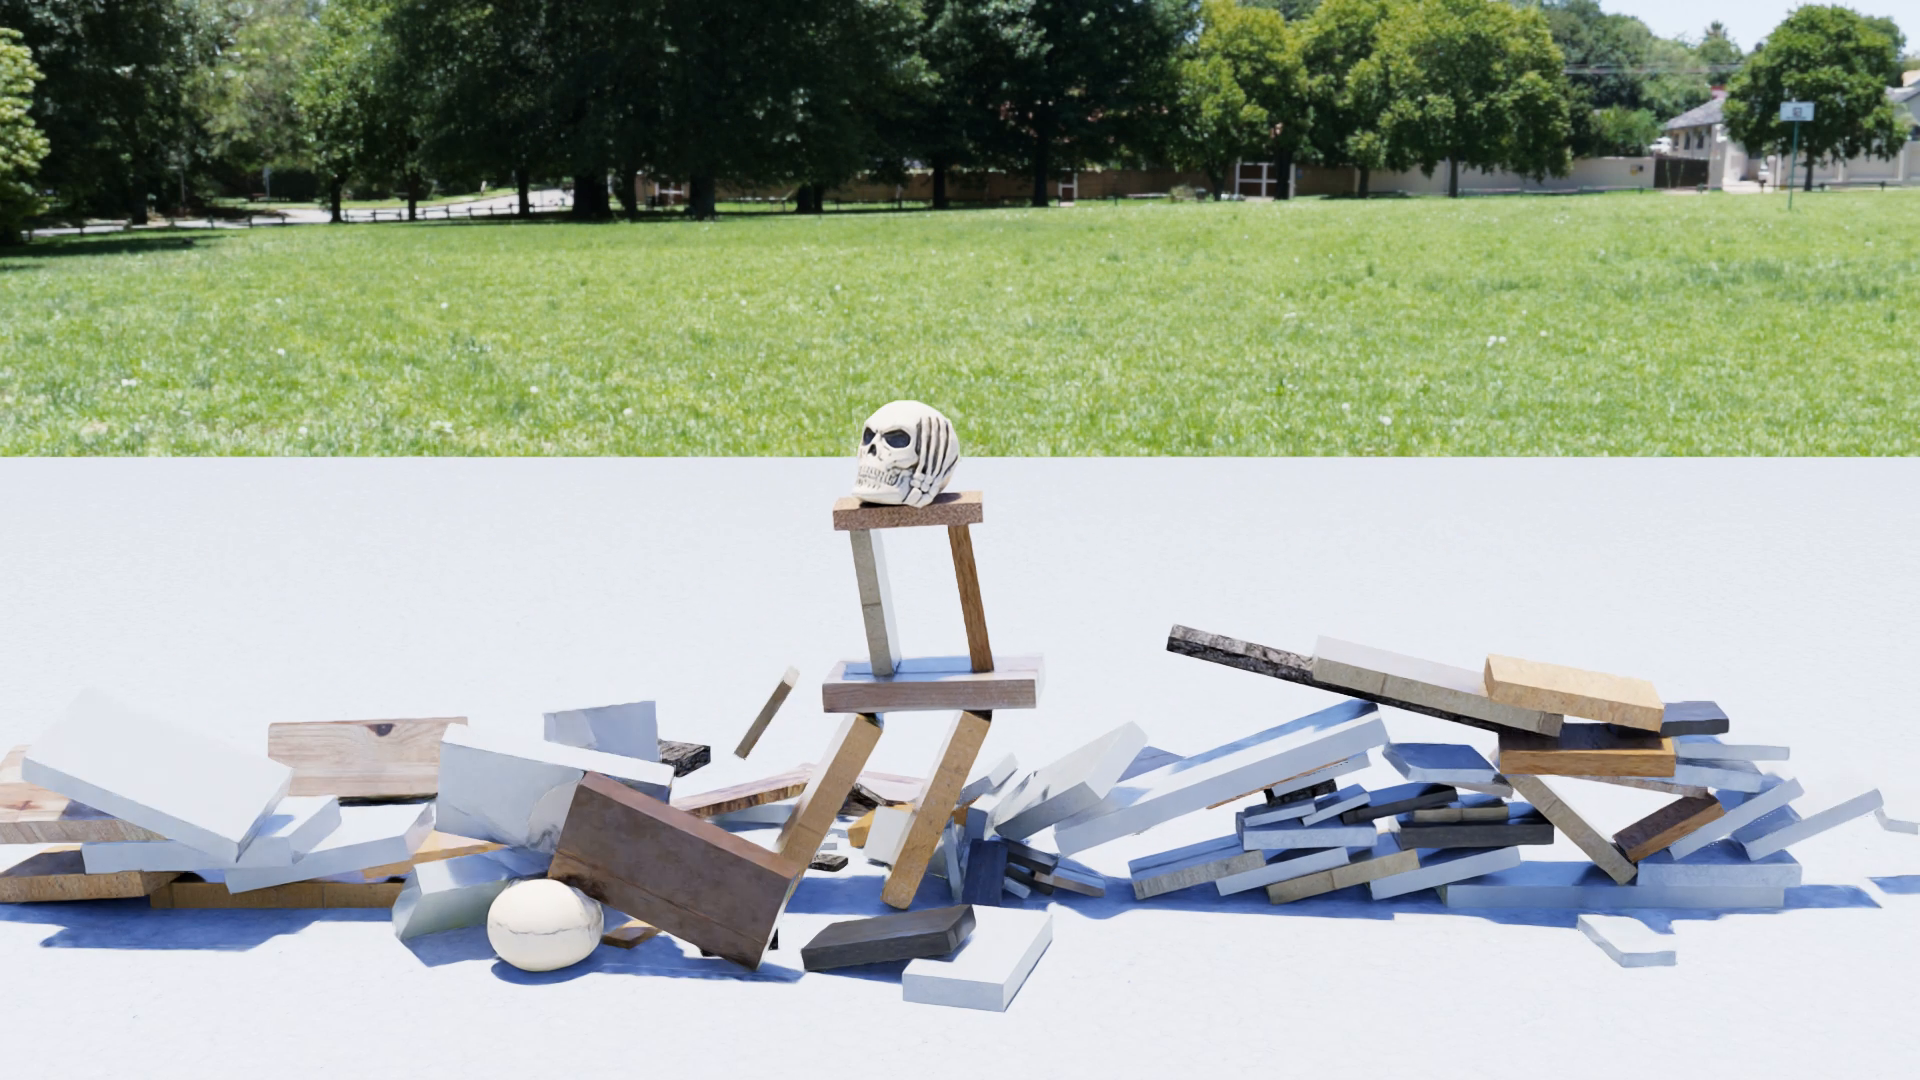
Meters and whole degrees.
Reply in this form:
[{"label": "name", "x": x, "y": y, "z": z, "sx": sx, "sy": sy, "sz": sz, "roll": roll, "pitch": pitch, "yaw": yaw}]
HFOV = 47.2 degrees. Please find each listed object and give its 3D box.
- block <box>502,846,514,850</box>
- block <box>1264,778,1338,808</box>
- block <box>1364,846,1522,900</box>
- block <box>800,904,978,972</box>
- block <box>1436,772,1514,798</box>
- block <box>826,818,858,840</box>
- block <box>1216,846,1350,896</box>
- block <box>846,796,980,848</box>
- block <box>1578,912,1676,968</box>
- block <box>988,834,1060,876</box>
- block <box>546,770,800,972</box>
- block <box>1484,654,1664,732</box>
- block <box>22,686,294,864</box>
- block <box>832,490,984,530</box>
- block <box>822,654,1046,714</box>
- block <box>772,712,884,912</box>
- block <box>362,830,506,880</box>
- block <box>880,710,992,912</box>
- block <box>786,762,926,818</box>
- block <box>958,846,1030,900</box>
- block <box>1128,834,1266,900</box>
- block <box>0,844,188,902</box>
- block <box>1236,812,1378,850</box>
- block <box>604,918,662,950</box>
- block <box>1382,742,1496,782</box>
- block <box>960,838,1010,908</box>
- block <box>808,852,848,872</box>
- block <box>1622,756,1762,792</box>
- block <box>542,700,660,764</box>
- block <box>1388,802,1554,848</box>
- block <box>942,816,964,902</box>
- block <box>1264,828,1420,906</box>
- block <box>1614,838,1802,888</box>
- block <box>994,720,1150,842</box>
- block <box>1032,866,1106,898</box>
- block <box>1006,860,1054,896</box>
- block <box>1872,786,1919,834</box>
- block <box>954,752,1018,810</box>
[{"label": "block", "x": -0.765, "y": 0.526, "z": 3.643, "sx": 0.222, "sy": 0.031, "sz": 0.111, "roll": -5, "pitch": 11, "yaw": -3}, {"label": "block", "x": 0.565, "y": 0.415, "z": 3.649, "sx": 0.117, "sy": 0.017, "sz": 0.059, "roll": -15, "pitch": 9, "yaw": 6}, {"label": "block", "x": 0.796, "y": 0.534, "z": 3.663, "sx": 0.248, "sy": 0.035, "sz": 0.124, "roll": -14, "pitch": 10, "yaw": 3}, {"label": "block", "x": -0.108, "y": 0.604, "z": 3.342, "sx": 0.241, "sy": 0.034, "sz": 0.121, "roll": -11, "pitch": 6, "yaw": 20}, {"label": "block", "x": 0.833, "y": 0.391, "z": 3.647, "sx": 0.156, "sy": 0.022, "sz": 0.078, "roll": 12, "pitch": 10, "yaw": -3}, {"label": "block", "x": -0.229, "y": 0.521, "z": 3.994, "sx": 0.116, "sy": 0.016, "sz": 0.058, "roll": 5, "pitch": 12, "yaw": 25}, {"label": "block", "x": 0.529, "y": 0.534, "z": 3.662, "sx": 0.218, "sy": 0.031, "sz": 0.109, "roll": -15, "pitch": 10, "yaw": 2}, {"label": "block", "x": -0.065, "y": 0.494, "z": 3.914, "sx": 0.245, "sy": 0.035, "sz": 0.122, "roll": -13, "pitch": 5, "yaw": 22}, {"label": "block", "x": 1.038, "y": 0.623, "z": 3.427, "sx": 0.085, "sy": 0.024, "sz": 0.170, "roll": -1, "pitch": 11, "yaw": -7}, {"label": "block", "x": 0.101, "y": 0.524, "z": 3.664, "sx": 0.120, "sy": 0.017, "sz": 0.060, "roll": 18, "pitch": 11, "yaw": 13}, {"label": "block", "x": -0.435, "y": 0.501, "z": 3.328, "sx": 0.351, "sy": 0.175, "sz": 0.050, "roll": 23, "pitch": 22, "yaw": 5}, {"label": "block", "x": 0.984, "y": 0.244, "z": 3.537, "sx": 0.266, "sy": 0.038, "sz": 0.133, "roll": 10, "pitch": 17, "yaw": 6}, {"label": "block", "x": -1.265, "y": 0.369, "z": 3.474, "sx": 0.359, "sy": 0.051, "sz": 0.180, "roll": 22, "pitch": 36, "yaw": 0}, {"label": "block", "x": -0.082, "y": -0.048, "z": 3.587, "sx": 0.241, "sy": 0.034, "sz": 0.121, "roll": -3, "pitch": 10, "yaw": 2}, {"label": "block", "x": -0.040, "y": 0.235, "z": 3.614, "sx": 0.346, "sy": 0.049, "sz": 0.173, "roll": -2, "pitch": 10, "yaw": 8}, {"label": "block", "x": -0.229, "y": 0.429, "z": 3.641, "sx": 0.049, "sy": 0.347, "sz": 0.173, "roll": 28, "pitch": 9, "yaw": -6}, {"label": "block", "x": -0.855, "y": 0.505, "z": 3.604, "sx": 0.222, "sy": 0.031, "sz": 0.111, "roll": -9, "pitch": 12, "yaw": 12}, {"label": "block", "x": -0.037, "y": 0.424, "z": 3.636, "sx": 0.049, "sy": 0.346, "sz": 0.173, "roll": 23, "pitch": 11, "yaw": -2}, {"label": "block", "x": -0.199, "y": 0.478, "z": 4.160, "sx": 0.295, "sy": 0.042, "sz": 0.148, "roll": 5, "pitch": 12, "yaw": 24}, {"label": "block", "x": 0.059, "y": 0.553, "z": 3.663, "sx": 0.125, "sy": 0.018, "sz": 0.063, "roll": 28, "pitch": 10, "yaw": -2}, {"label": "block", "x": 0.392, "y": 0.539, "z": 3.660, "sx": 0.218, "sy": 0.031, "sz": 0.109, "roll": -15, "pitch": 10, "yaw": 2}, {"label": "block", "x": -1.428, "y": 0.547, "z": 3.639, "sx": 0.304, "sy": 0.043, "sz": 0.152, "roll": -6, "pitch": 11, "yaw": 20}, {"label": "block", "x": 0.573, "y": 0.478, "z": 3.650, "sx": 0.218, "sy": 0.031, "sz": 0.109, "roll": -2, "pitch": 11, "yaw": 0}, {"label": "block", "x": -0.514, "y": 0.620, "z": 3.471, "sx": 0.049, "sy": 0.014, "sz": 0.098, "roll": 5, "pitch": 12, "yaw": 26}, {"label": "block", "x": 0.784, "y": 0.364, "z": 3.603, "sx": 0.166, "sy": 0.023, "sz": 0.083, "roll": 3, "pitch": 24, "yaw": -23}, {"label": "block", "x": 0.041, "y": 0.551, "z": 3.600, "sx": 0.063, "sy": 0.018, "sz": 0.125, "roll": 7, "pitch": 53, "yaw": 5}, {"label": "block", "x": -0.248, "y": 0.556, "z": 3.812, "sx": 0.098, "sy": 0.014, "sz": 0.049, "roll": 5, "pitch": 11, "yaw": 23}, {"label": "block", "x": 1.178, "y": 0.364, "z": 3.605, "sx": 0.232, "sy": 0.033, "sz": 0.116, "roll": 7, "pitch": 16, "yaw": -2}, {"label": "block", "x": -0.611, "y": 0.339, "z": 3.759, "sx": 0.031, "sy": 0.111, "sz": 0.222, "roll": -6, "pitch": -2, "yaw": 41}, {"label": "block", "x": 0.846, "y": 0.472, "z": 3.650, "sx": 0.248, "sy": 0.035, "sz": 0.124, "roll": -2, "pitch": 11, "yaw": 1}, {"label": "block", "x": -0.011, "y": 0.529, "z": 3.650, "sx": 0.018, "sy": 0.125, "sz": 0.063, "roll": -9, "pitch": 10, "yaw": 4}, {"label": "block", "x": 0.629, "y": 0.541, "z": 3.664, "sx": 0.248, "sy": 0.035, "sz": 0.124, "roll": -15, "pitch": 10, "yaw": 2}, {"label": "block", "x": 1.240, "y": 0.535, "z": 3.655, "sx": 0.267, "sy": 0.038, "sz": 0.134, "roll": 1, "pitch": 11, "yaw": 1}, {"label": "block", "x": 0.184, "y": 0.410, "z": 3.691, "sx": 0.153, "sy": 0.043, "sz": 0.305, "roll": -47, "pitch": 6, "yaw": -36}, {"label": "block", "x": 0.182, "y": 0.565, "z": 3.668, "sx": 0.120, "sy": 0.017, "sz": 0.060, "roll": 16, "pitch": 10, "yaw": -3}, {"label": "block", "x": 0.100, "y": 0.553, "z": 3.675, "sx": 0.120, "sy": 0.017, "sz": 0.060, "roll": 27, "pitch": 10, "yaw": -6}, {"label": "block", "x": 1.627, "y": 0.461, "z": 3.702, "sx": 0.176, "sy": 0.025, "sz": 0.088, "roll": 8, "pitch": 33, "yaw": -5}, {"label": "block", "x": 0.039, "y": 0.425, "z": 3.882, "sx": 0.091, "sy": 0.026, "sz": 0.182, "roll": -30, "pitch": -1, "yaw": 17}]
